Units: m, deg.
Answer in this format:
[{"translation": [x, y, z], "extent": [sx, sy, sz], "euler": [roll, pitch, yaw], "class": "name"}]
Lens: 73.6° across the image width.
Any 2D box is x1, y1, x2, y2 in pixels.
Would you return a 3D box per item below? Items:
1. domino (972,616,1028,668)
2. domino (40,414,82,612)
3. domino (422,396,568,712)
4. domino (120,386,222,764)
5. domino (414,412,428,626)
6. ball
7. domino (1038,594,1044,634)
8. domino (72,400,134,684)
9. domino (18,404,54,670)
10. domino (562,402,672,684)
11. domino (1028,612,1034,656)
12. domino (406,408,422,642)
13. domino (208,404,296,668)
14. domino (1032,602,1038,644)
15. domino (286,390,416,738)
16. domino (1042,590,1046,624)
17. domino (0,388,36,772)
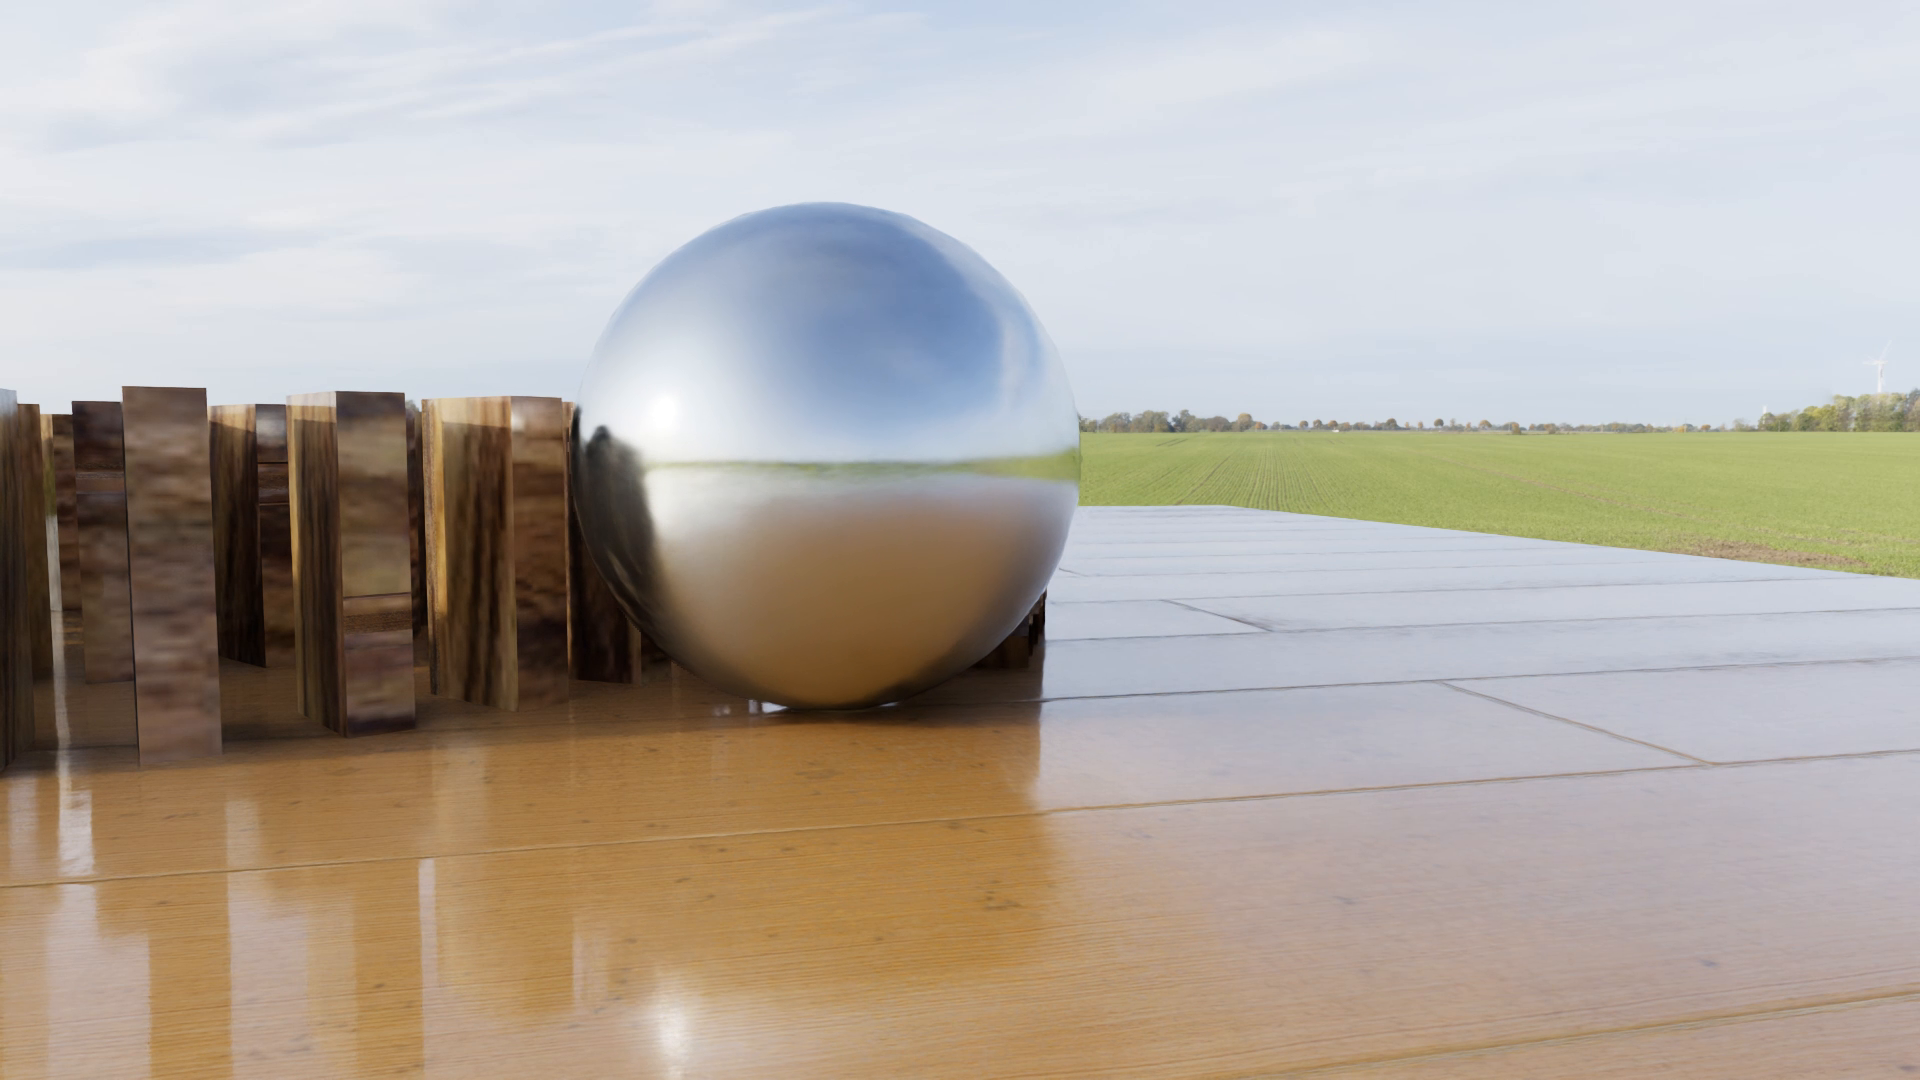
[{"translation": [0.001, 0.003, 0.258], "extent": [0.025, 0.010, 0.050], "euler": [0, 45, 2], "class": "domino"}, {"translation": [-0.237, -0.008, 0.334], "extent": [0.025, 0.050, 0.010], "euler": [2, 5, 27], "class": "domino"}, {"translation": [-0.077, 0.002, 0.213], "extent": [0.025, 0.050, 0.009], "euler": [3, 5, 36], "class": "domino"}, {"translation": [-0.112, 0.004, 0.181], "extent": [0.009, 0.050, 0.025], "euler": [-3, 5, -34], "class": "domino"}, {"translation": [-0.135, -0.005, 0.297], "extent": [0.025, 0.050, 0.010], "euler": [-3, 6, -39], "class": "domino"}, {"translation": [-0.021, -0.013, 0.205], "extent": [0.080, 0.080, 0.080], "euler": [0, 4, 0], "class": "ball"}, {"translation": [0.007, 0.000, 0.302], "extent": [0.025, 0.010, 0.050], "euler": [0, 45, 2], "class": "domino"}, {"translation": [-0.157, 0.000, 0.239], "extent": [0.010, 0.050, 0.025], "euler": [-2, 5, -28], "class": "domino"}, {"translation": [-0.179, 0.000, 0.232], "extent": [0.009, 0.050, 0.025], "euler": [0, 4, 1], "class": "domino"}, {"translation": [-0.066, 0.000, 0.234], "extent": [0.025, 0.050, 0.009], "euler": [2, 5, 20], "class": "domino"}, {"translation": [0.003, 0.002, 0.273], "extent": [0.025, 0.010, 0.050], "euler": [0, 45, 2], "class": "domino"}, {"translation": [-0.131, -0.003, 0.275], "extent": [0.025, 0.050, 0.010], "euler": [0, 4, 5], "class": "domino"}, {"translation": [-0.138, -0.001, 0.253], "extent": [0.025, 0.050, 0.010], "euler": [4, 6, 39], "class": "domino"}, {"translation": [0.005, 0.001, 0.287], "extent": [0.025, 0.010, 0.050], "euler": [0, 45, 2], "class": "domino"}, {"translation": [-0.093, 0.003, 0.196], "extent": [0.009, 0.050, 0.025], "euler": [-4, 6, -42], "class": "domino"}, {"translation": [0.007, 0.003, 0.321], "extent": [0.025, 0.010, 0.050], "euler": [0, 30, -1], "class": "domino"}, {"translation": [-0.132, 0.005, 0.170], "extent": [0.010, 0.050, 0.025], "euler": [-2, 5, -25], "class": "domino"}]
